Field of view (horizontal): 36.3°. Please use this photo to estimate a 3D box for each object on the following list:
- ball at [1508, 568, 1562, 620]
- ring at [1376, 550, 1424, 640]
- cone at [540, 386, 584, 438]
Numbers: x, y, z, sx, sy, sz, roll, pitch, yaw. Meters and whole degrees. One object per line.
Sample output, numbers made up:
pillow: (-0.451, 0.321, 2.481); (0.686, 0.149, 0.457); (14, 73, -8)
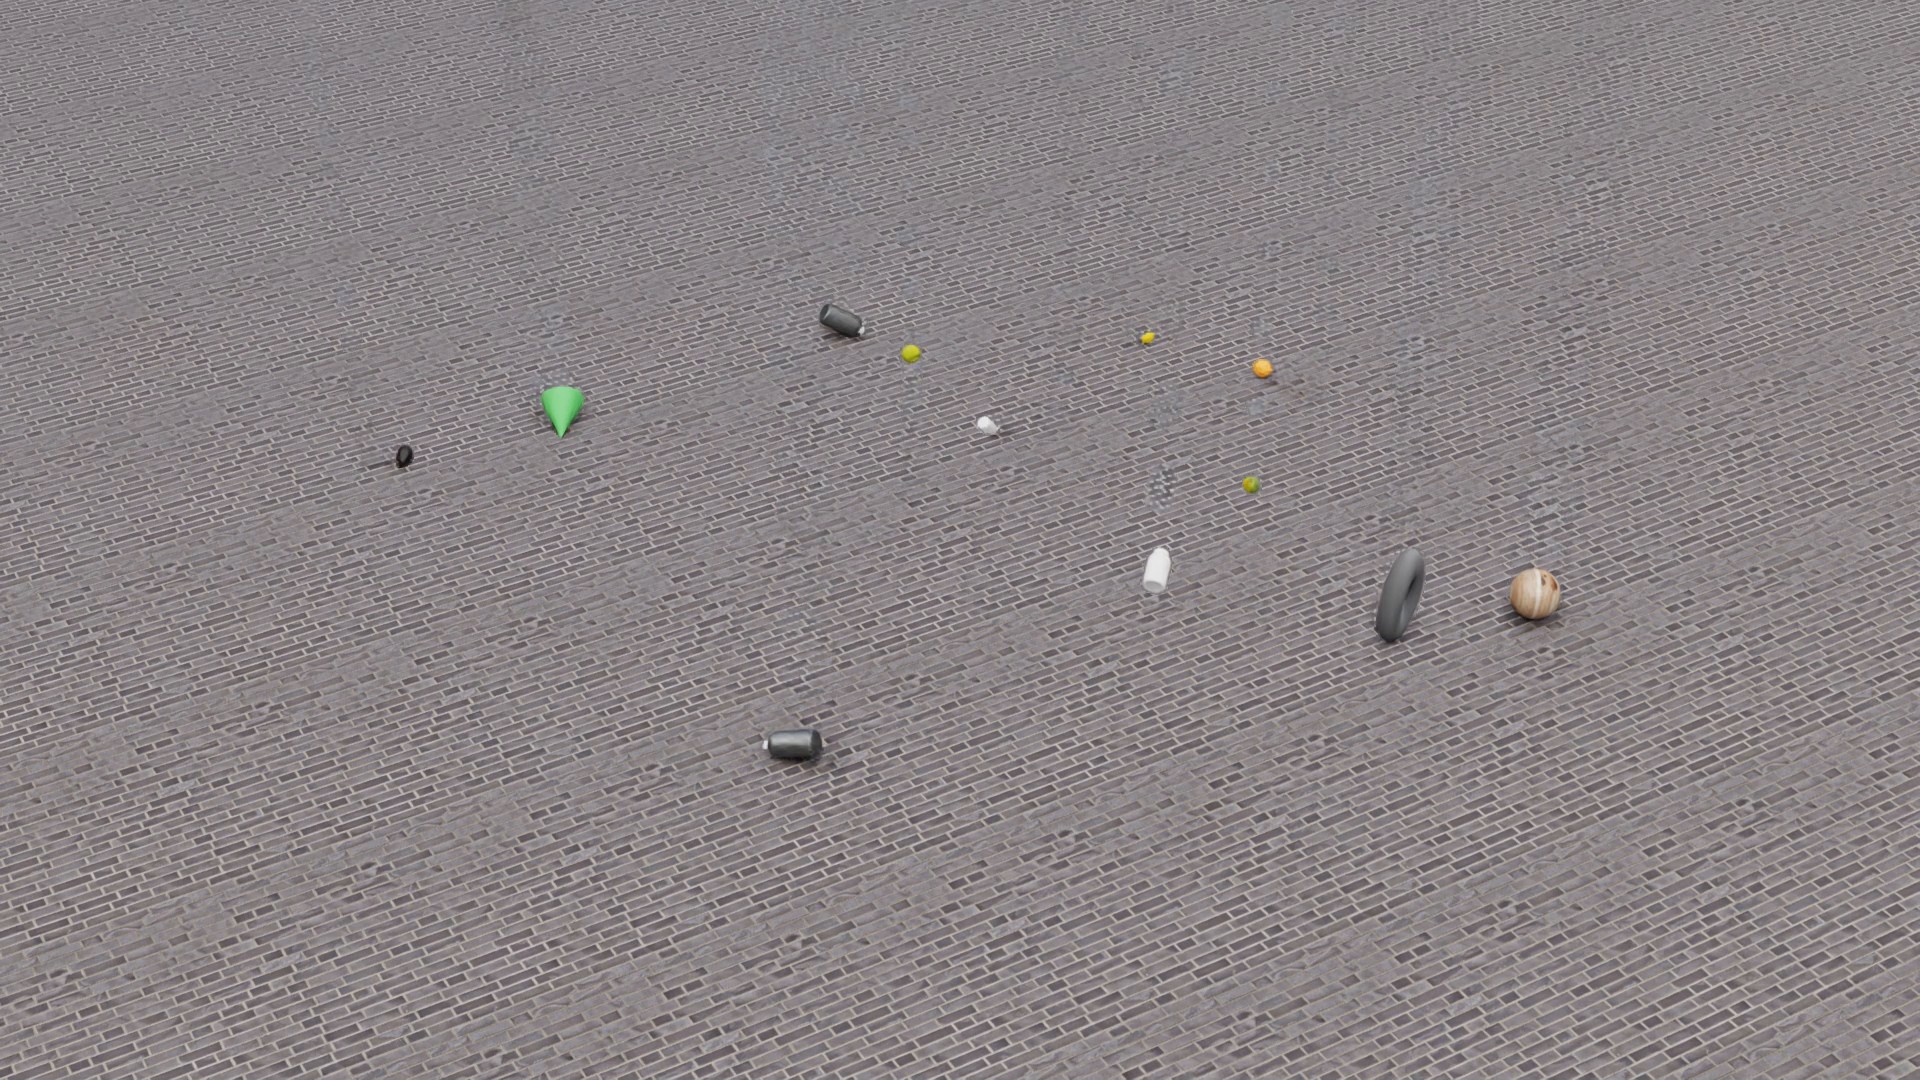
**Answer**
ball: (2.056, 0.193, 10.485); (0.184, 0.184, 0.184); (0, 33, 0)
ring: (1.550, 0.195, 10.315); (0.087, 0.374, 0.171); (29, 33, 31)
cone: (-1.576, -0.481, 11.602); (0.165, 0.180, 0.188); (20, 52, -33)
